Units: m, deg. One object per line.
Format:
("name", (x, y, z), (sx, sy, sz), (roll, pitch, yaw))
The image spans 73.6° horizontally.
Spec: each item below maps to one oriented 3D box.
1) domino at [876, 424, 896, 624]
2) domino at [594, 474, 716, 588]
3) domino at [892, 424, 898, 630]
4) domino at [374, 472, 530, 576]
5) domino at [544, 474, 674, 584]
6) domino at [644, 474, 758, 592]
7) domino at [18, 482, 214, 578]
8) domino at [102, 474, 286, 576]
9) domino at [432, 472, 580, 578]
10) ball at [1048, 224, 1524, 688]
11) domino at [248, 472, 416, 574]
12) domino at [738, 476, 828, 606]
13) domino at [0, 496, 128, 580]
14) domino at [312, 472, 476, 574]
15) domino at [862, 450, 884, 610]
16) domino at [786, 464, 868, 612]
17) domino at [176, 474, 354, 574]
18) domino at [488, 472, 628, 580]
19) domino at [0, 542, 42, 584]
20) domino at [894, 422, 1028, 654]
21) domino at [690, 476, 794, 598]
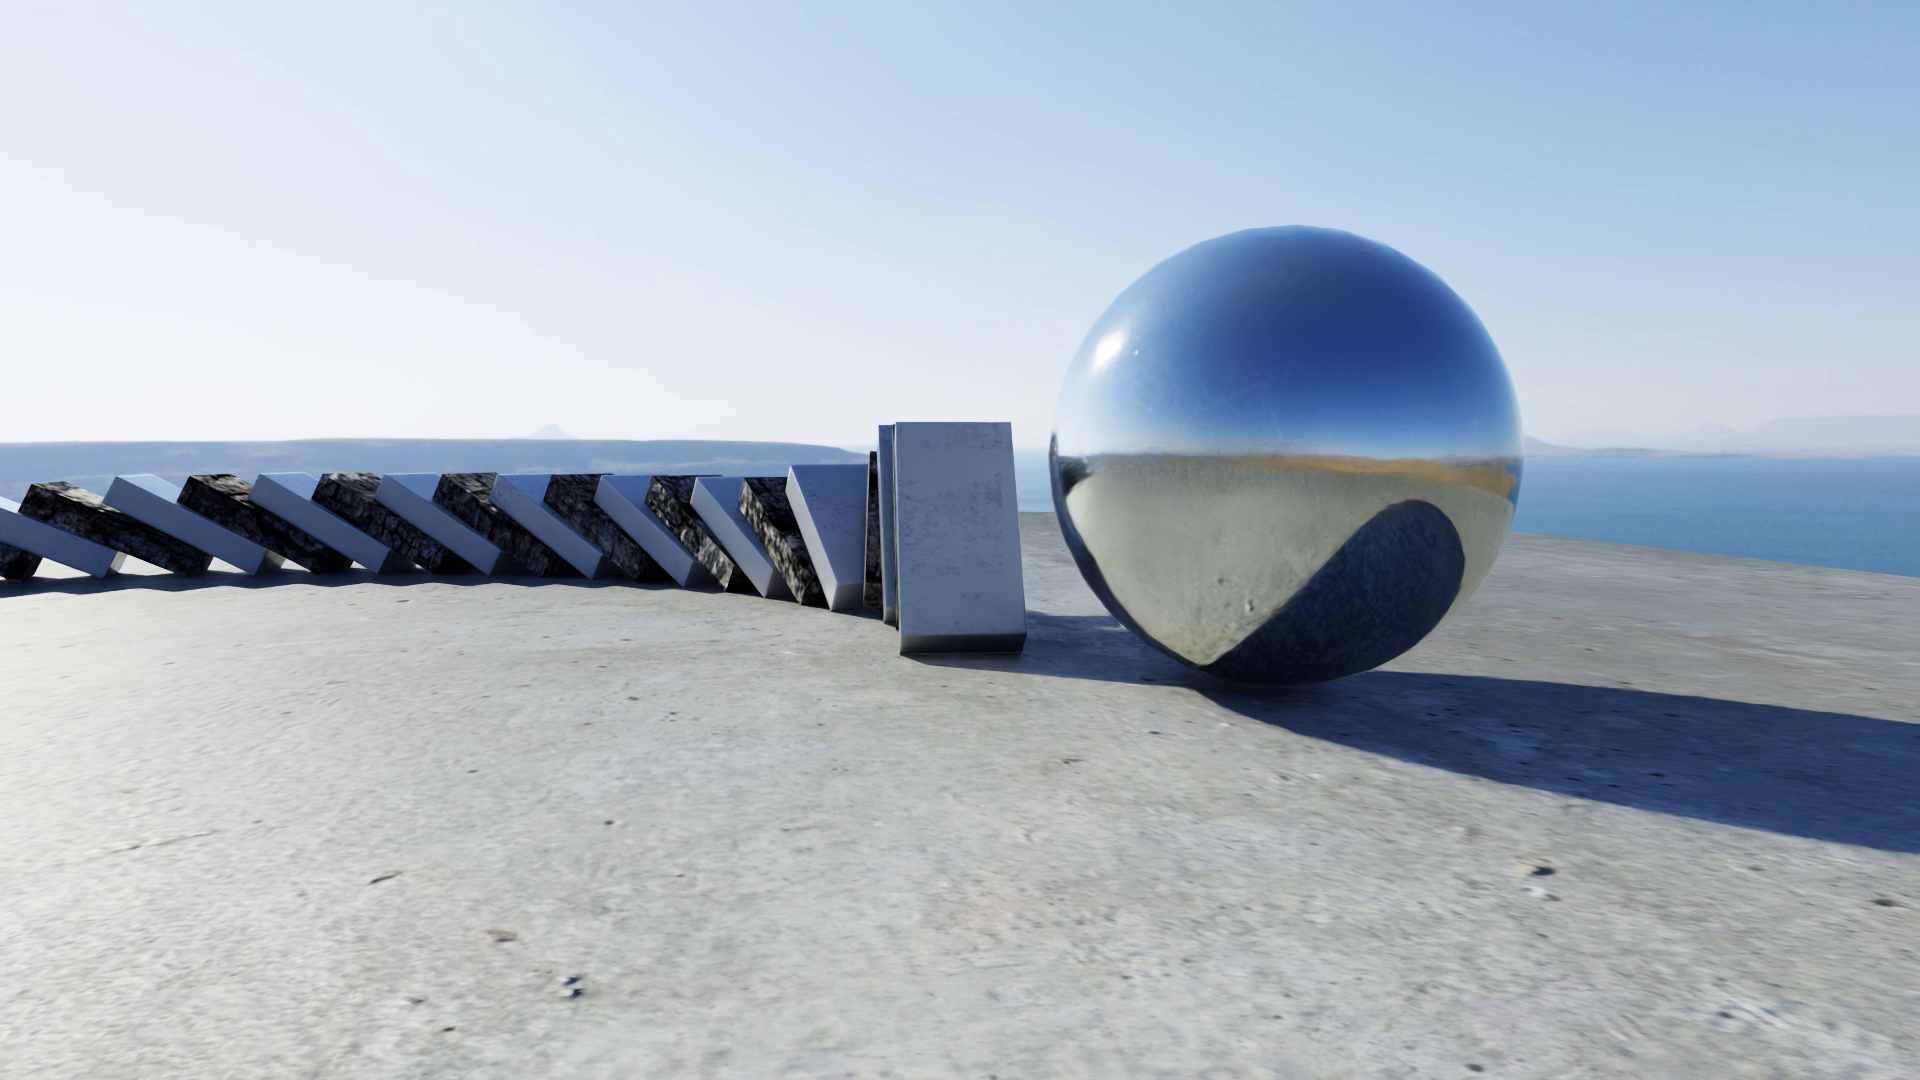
("domino", (-0.007, -0.005, 0.314), (0.025, 0.050, 0.009), (-1, -28, -7))
("domino", (-0.089, -0.004, 0.401), (0.050, 0.010, 0.025), (38, 26, 31))
("domino", (-0.003, -0.004, 0.302), (0.025, 0.050, 0.009), (0, -28, -5))
("domino", (-0.167, -0.006, 0.429), (0.050, 0.009, 0.025), (31, 12, 12))
("domino", (-0.107, -0.005, 0.411), (0.050, 0.009, 0.025), (36, 22, 26))
("domino", (-0.072, -0.003, 0.389), (0.025, 0.010, 0.050), (-4, 35, -44))
("domino", (-0.271, -0.004, 0.415), (0.050, 0.009, 0.025), (26, -3, -16))
("domino", (-0.250, -0.005, 0.423), (0.050, 0.010, 0.025), (29, -1, -11))
("domino", (-0.147, -0.006, 0.425), (0.050, 0.010, 0.025), (32, 15, 16))
("ball", (0.056, -0.014, 0.226), (0.080, 0.080, 0.080), (0, 4, 0))
("domino", (-0.209, -0.006, 0.431), (0.050, 0.009, 0.025), (30, 6, 2))
("domino", (-0.042, -0.001, 0.360), (0.025, 0.009, 0.050), (-3, 35, -31))
("domino", (-0.292, -0.003, 0.403), (0.050, 0.010, 0.025), (26, -7, -23))
("domino", (-0.188, -0.006, 0.431), (0.050, 0.009, 0.025), (30, 9, 7))
("domino", (-0.012, -0.003, 0.332), (0.025, 0.009, 0.050), (4, 43, -6))
("domino", (-0.028, -0.002, 0.345), (0.025, 0.009, 0.050), (-2, 40, -24))
("domino", (-0.230, -0.006, 0.428), (0.050, 0.010, 0.025), (28, 3, -4))
("domino", (-0.127, -0.005, 0.419), (0.050, 0.009, 0.025), (33, 18, 21))
("domino", (-0.311, -0.002, 0.392), (0.050, 0.009, 0.025), (27, -8, -27))
("domino", (-0.001, -0.001, 0.269), (0.025, 0.050, 0.009), (0, -28, -5))
("domino", (-0.056, -0.002, 0.375), (0.025, 0.010, 0.050), (-3, 35, -39))
